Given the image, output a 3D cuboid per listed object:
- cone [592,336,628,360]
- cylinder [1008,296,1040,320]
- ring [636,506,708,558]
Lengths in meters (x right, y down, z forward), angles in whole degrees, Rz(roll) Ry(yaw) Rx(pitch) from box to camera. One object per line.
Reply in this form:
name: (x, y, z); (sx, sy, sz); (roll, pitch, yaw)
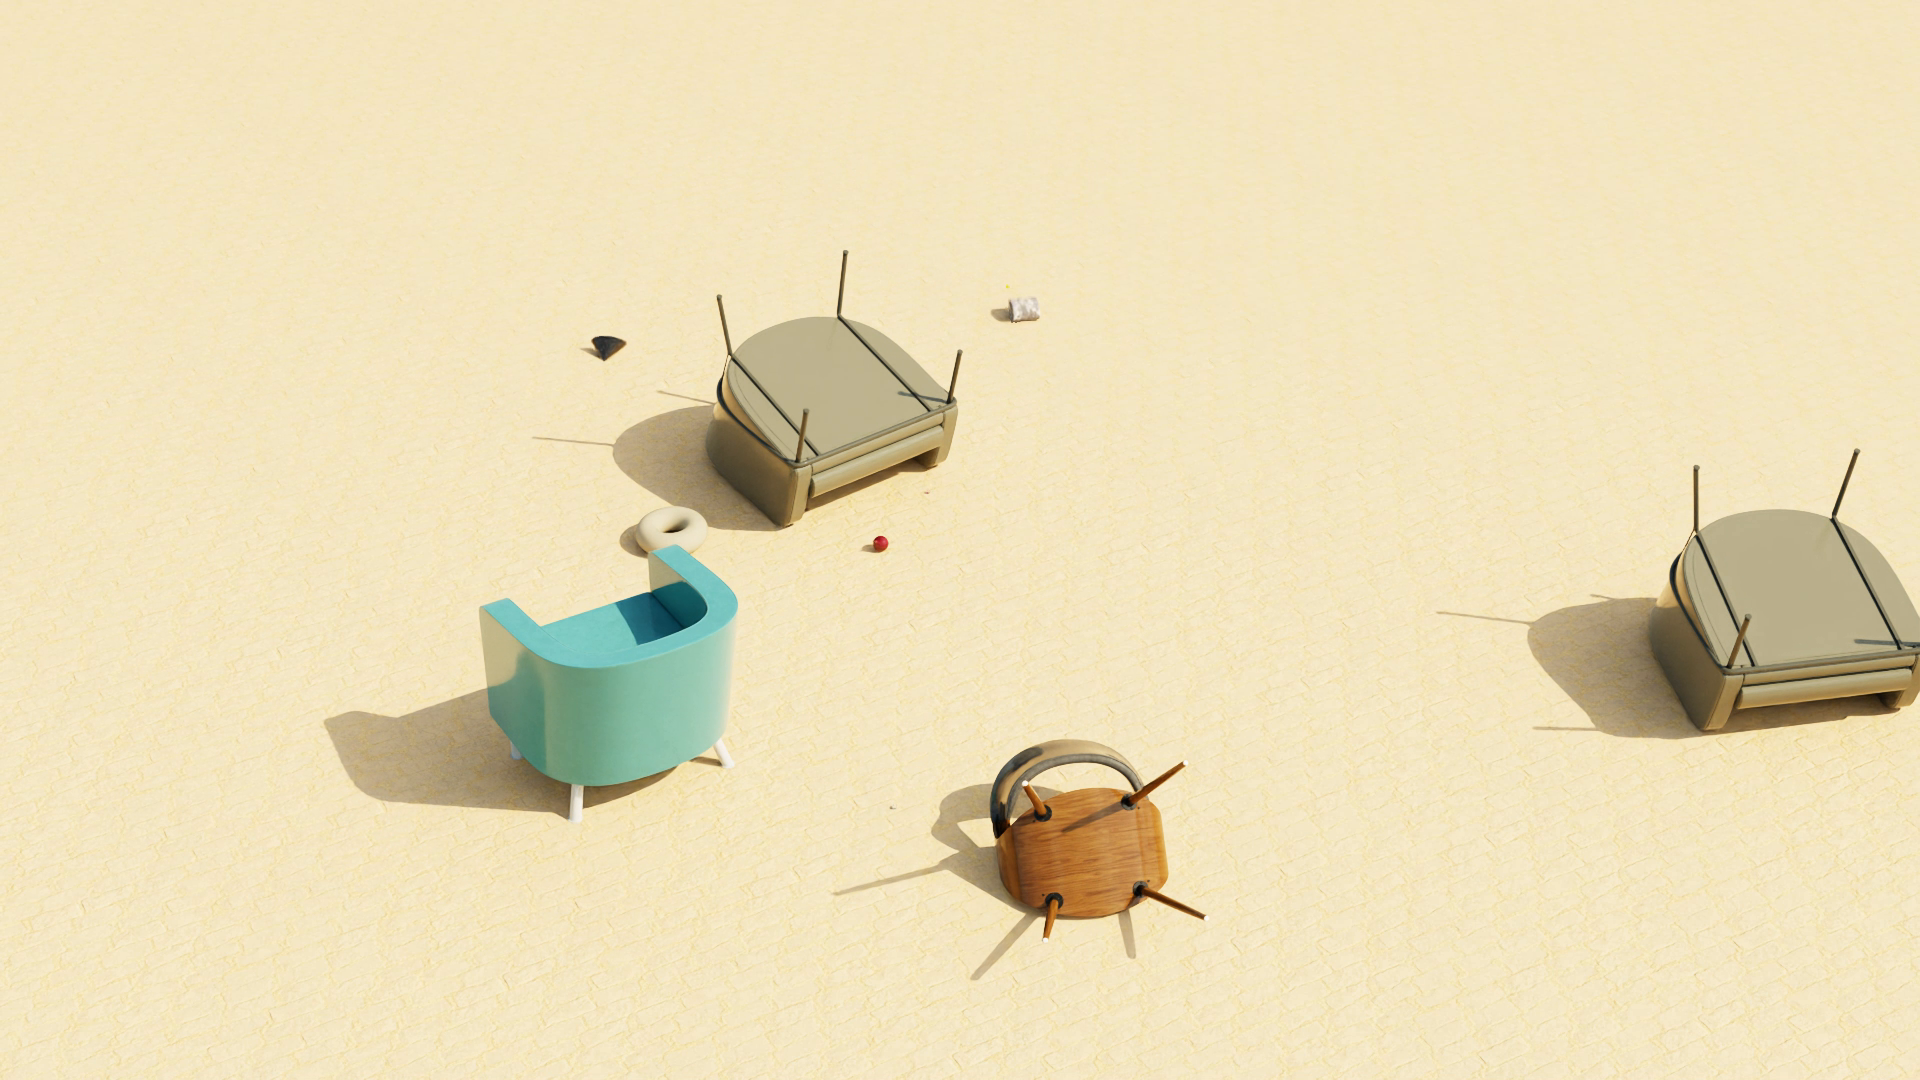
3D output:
cone: (-1.457, -0.775, 12.081); (0.162, 0.094, 0.095); (1, 60, 20)
cylinder: (0.270, -0.977, 12.353); (0.111, 0.080, 0.121); (-7, 42, -10)
ring: (-1.072, -0.030, 10.908); (0.272, 0.092, 0.264); (-22, 41, -29)
